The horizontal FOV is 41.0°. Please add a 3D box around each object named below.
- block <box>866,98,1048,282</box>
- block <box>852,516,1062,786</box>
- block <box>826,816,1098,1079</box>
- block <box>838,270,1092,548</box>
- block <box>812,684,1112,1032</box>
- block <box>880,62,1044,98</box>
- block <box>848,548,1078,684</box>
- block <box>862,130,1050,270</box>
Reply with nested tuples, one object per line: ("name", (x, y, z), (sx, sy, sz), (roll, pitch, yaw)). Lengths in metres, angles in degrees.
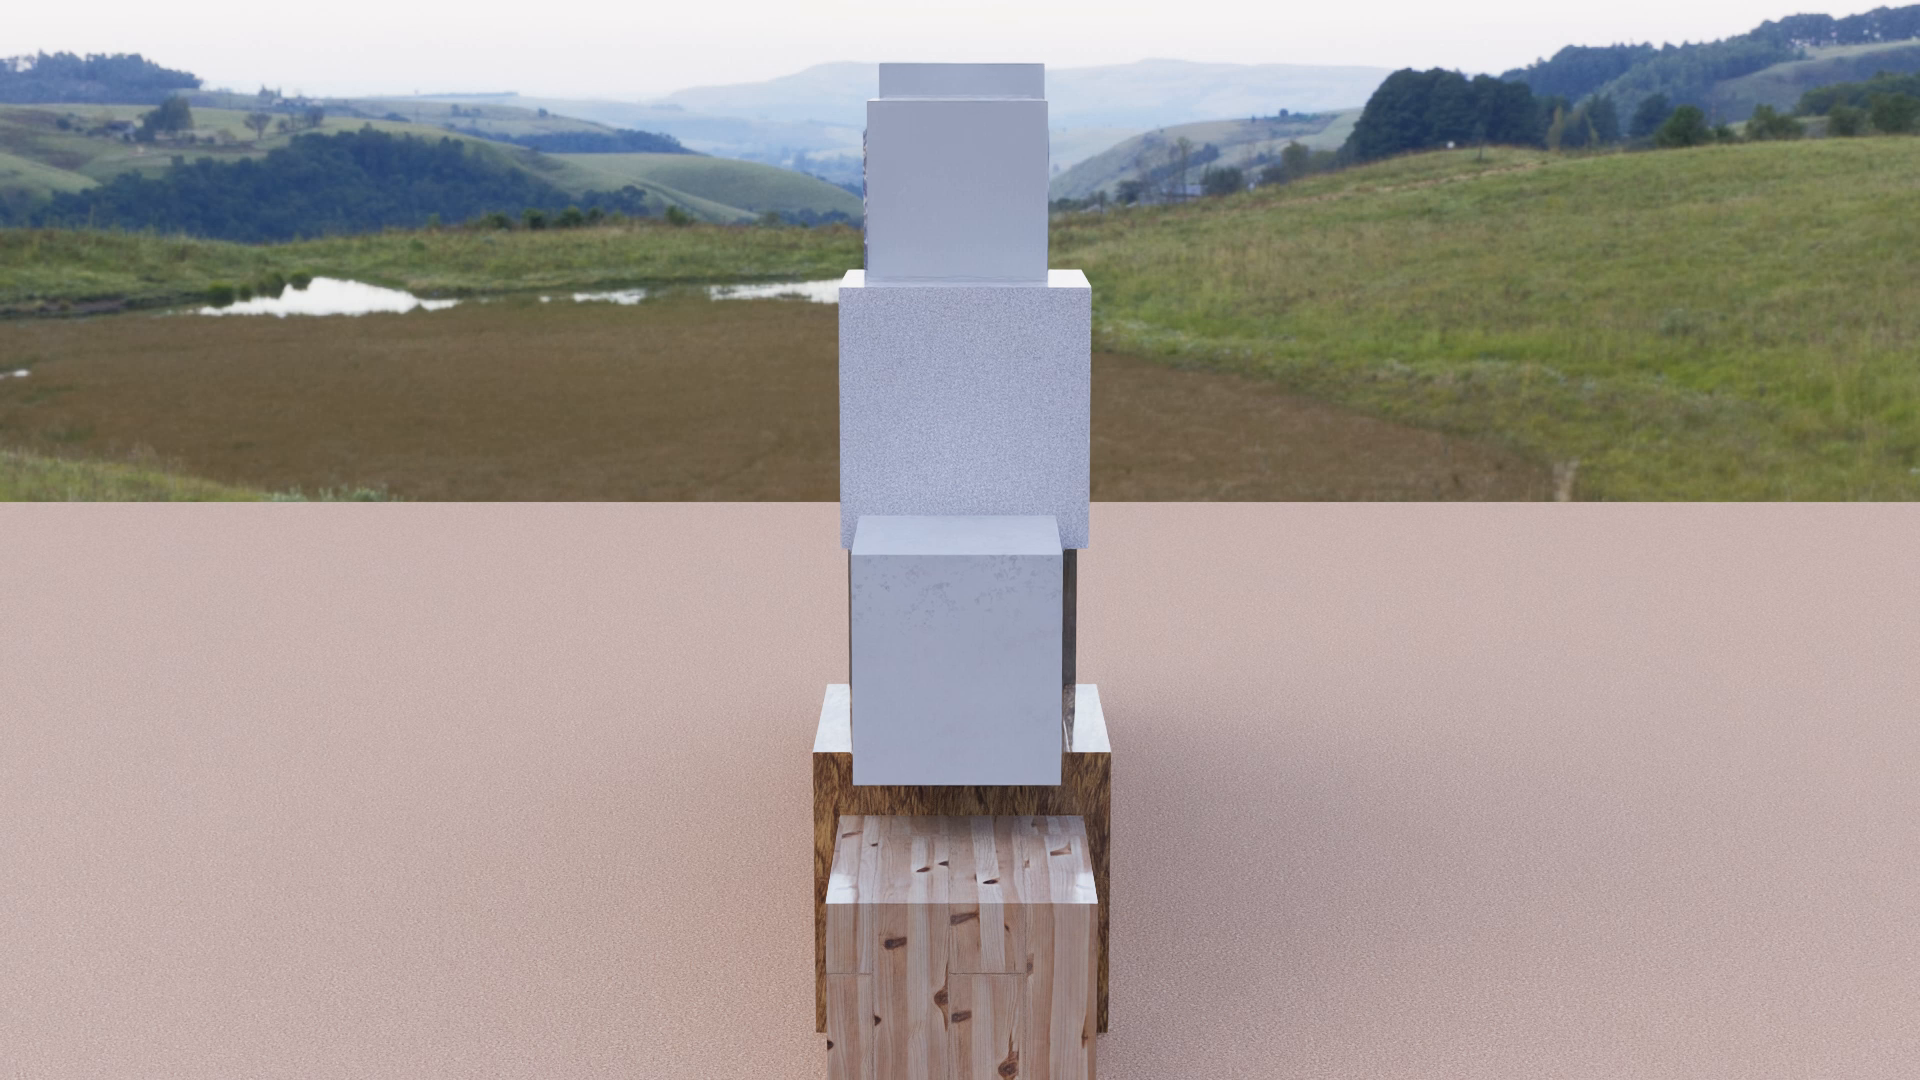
("block", (-0.010, -1.357, 9.874), (0.670, 0.669, 0.700), (0, 11, 0))
("block", (-0.010, 0.380, 9.189), (0.723, 0.819, 0.716), (0, 11, 0))
("block", (0.006, 1.507, 8.935), (0.888, 0.839, 1.009), (0, 10, 0))
("block", (0.018, -0.519, 9.859), (0.924, 0.972, 0.815), (0, 11, 0))
("block", (0.008, 1.205, 9.938), (1.084, 1.074, 1.053), (0, 10, 0))
("block", (0.008, -1.636, 11.282), (0.700, 0.876, 0.774), (0, 8, 0))
("block", (0.010, 0.310, 10.797), (0.917, 0.860, 0.947), (0, 10, 0))
("block", (-0.015, -1.380, 10.572), (0.741, 0.613, 0.673), (0, 11, 0))
